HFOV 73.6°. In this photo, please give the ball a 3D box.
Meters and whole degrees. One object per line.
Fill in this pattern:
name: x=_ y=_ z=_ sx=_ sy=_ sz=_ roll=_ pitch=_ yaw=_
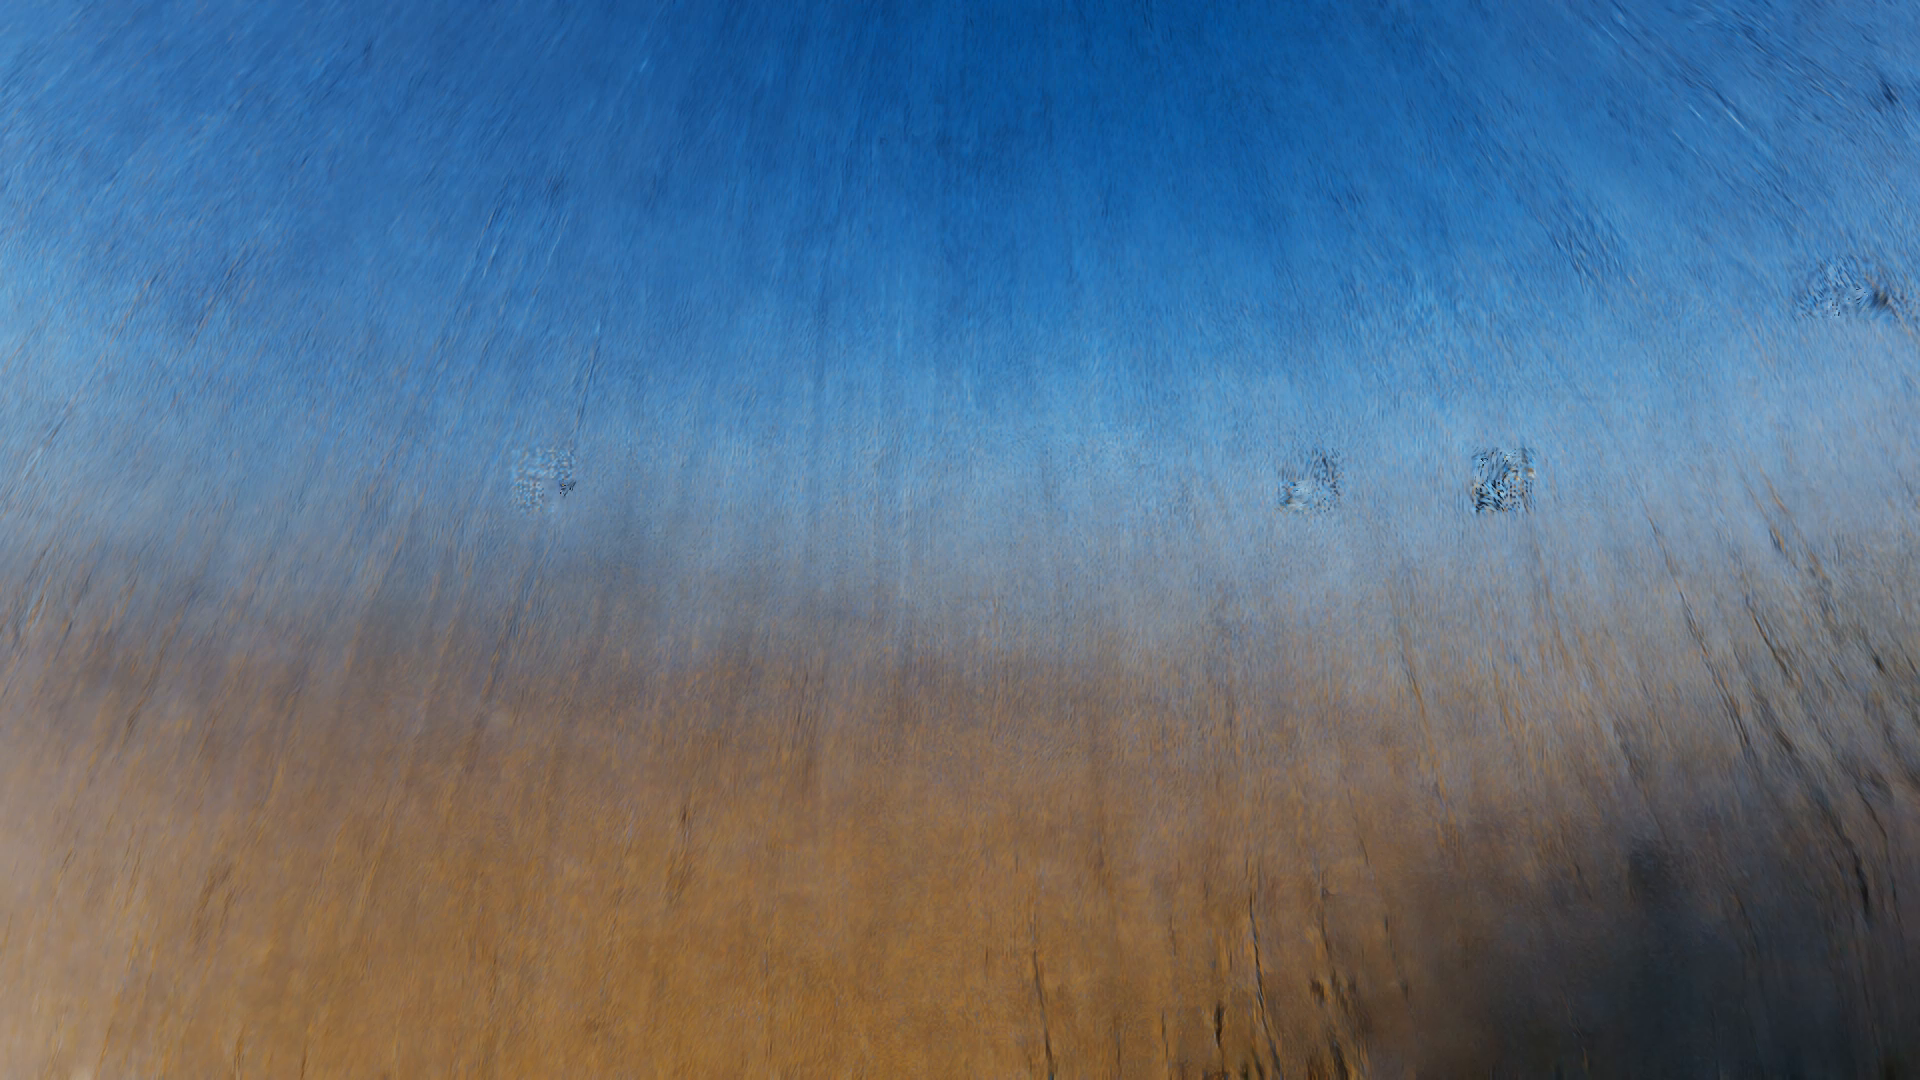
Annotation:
ball: x=0.000 y=-0.002 z=0.056 sx=0.080 sy=0.080 sz=0.080 roll=0 pitch=4 yaw=0
